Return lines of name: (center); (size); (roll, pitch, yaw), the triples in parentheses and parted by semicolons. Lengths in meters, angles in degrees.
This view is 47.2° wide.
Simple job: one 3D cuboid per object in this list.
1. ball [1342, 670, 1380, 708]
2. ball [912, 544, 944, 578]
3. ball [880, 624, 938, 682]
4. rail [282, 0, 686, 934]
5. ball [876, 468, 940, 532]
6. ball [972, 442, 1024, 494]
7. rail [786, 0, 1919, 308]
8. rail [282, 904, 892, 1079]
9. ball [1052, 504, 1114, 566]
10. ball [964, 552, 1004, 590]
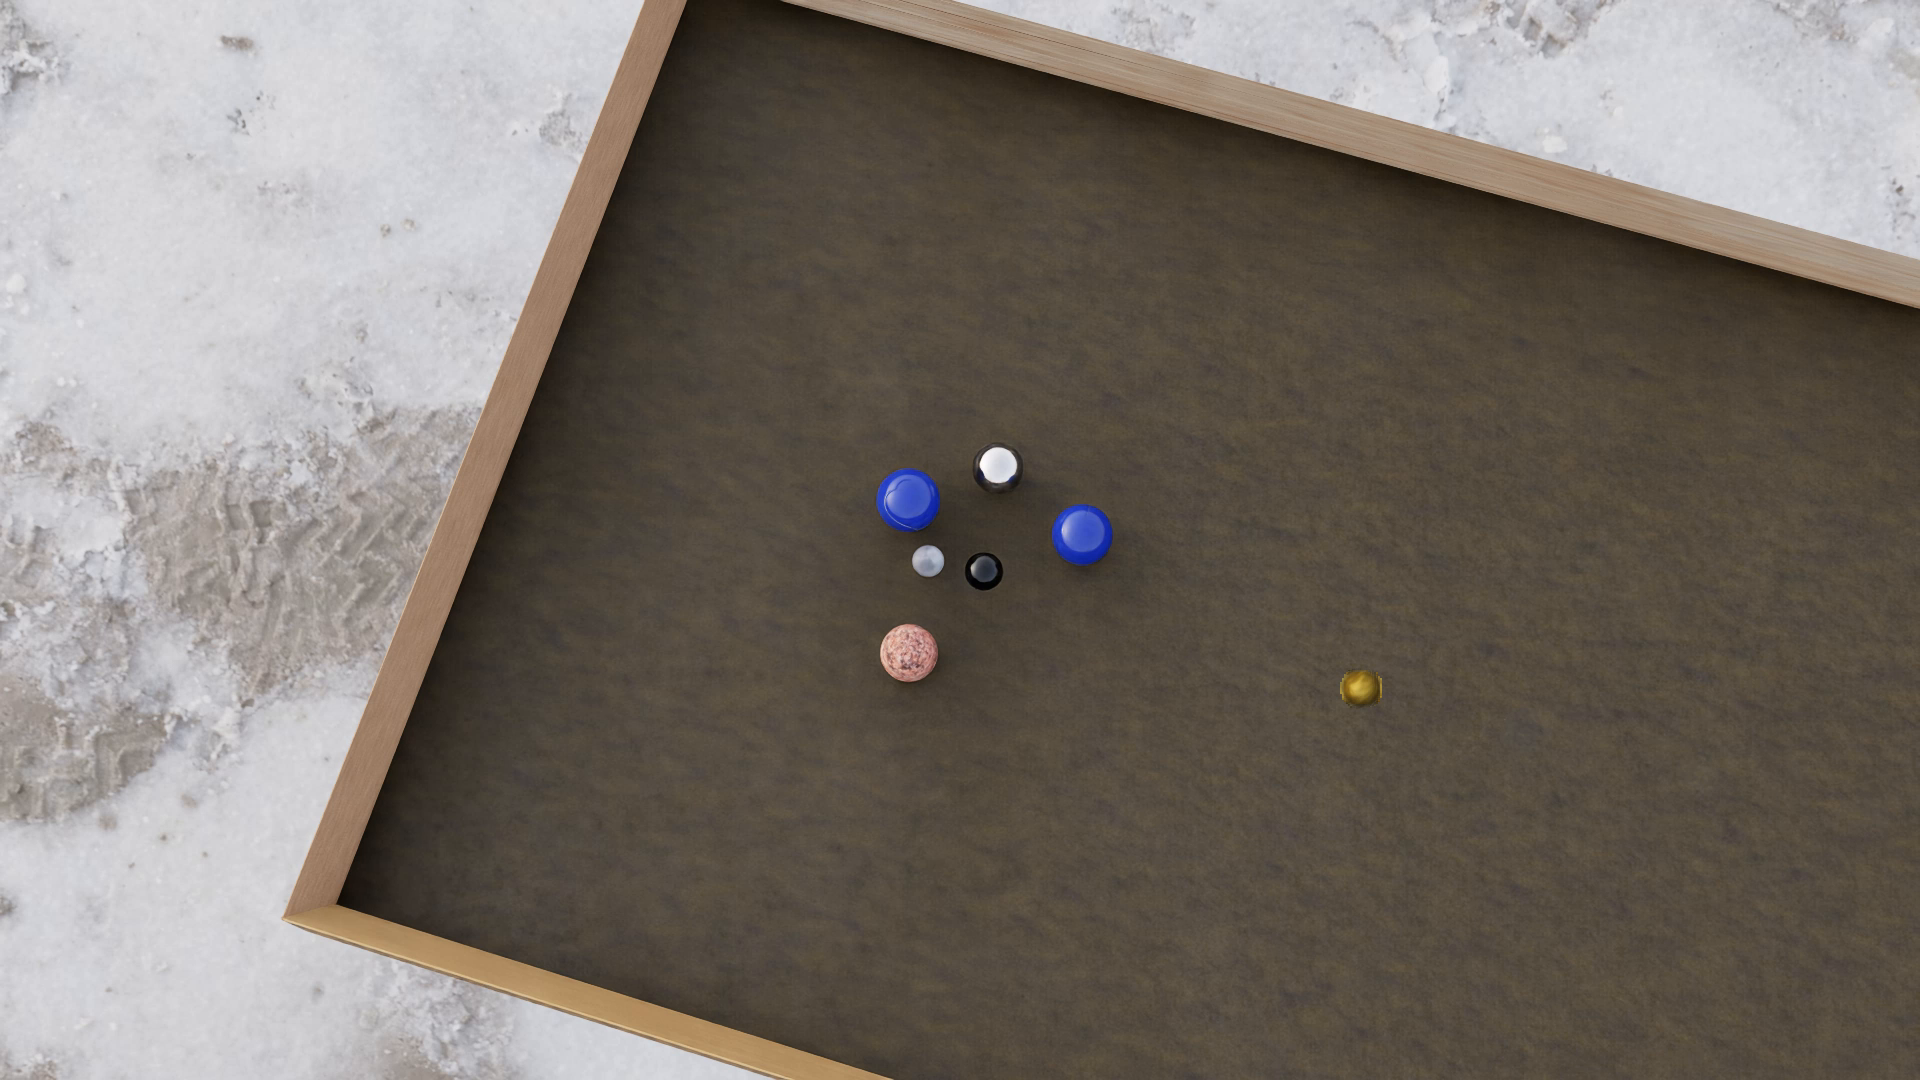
ball: (0.607, 0.225, 3.326); (0.057, 0.057, 0.057); (0, 73, 0)
ball: (-0.049, 0.032, 3.390); (0.050, 0.050, 0.050); (0, 73, 0)
ball: (-0.077, 0.171, 3.327); (0.088, 0.088, 0.088); (0, 73, 0)
rail: (-0.694, -0.210, 3.424); (0.045, 0.129, 1.697); (16, 73, 5)
ball: (-0.080, -0.061, 3.394); (0.099, 0.099, 0.099); (0, 73, 0)
ball: (0.059, -0.111, 3.419); (0.081, 0.081, 0.081); (0, 73, 0)
rail: (0.958, -0.552, 3.531); (2.998, 0.129, 0.045); (16, 73, 5)
rail: (0.476, 0.953, 3.058); (2.998, 0.129, 0.045); (16, 73, 5)
ball: (0.188, -0.008, 3.379); (0.094, 0.094, 0.094); (0, 73, 0)
ball: (0.037, 0.048, 3.380); (0.059, 0.059, 0.059); (0, 73, 0)
